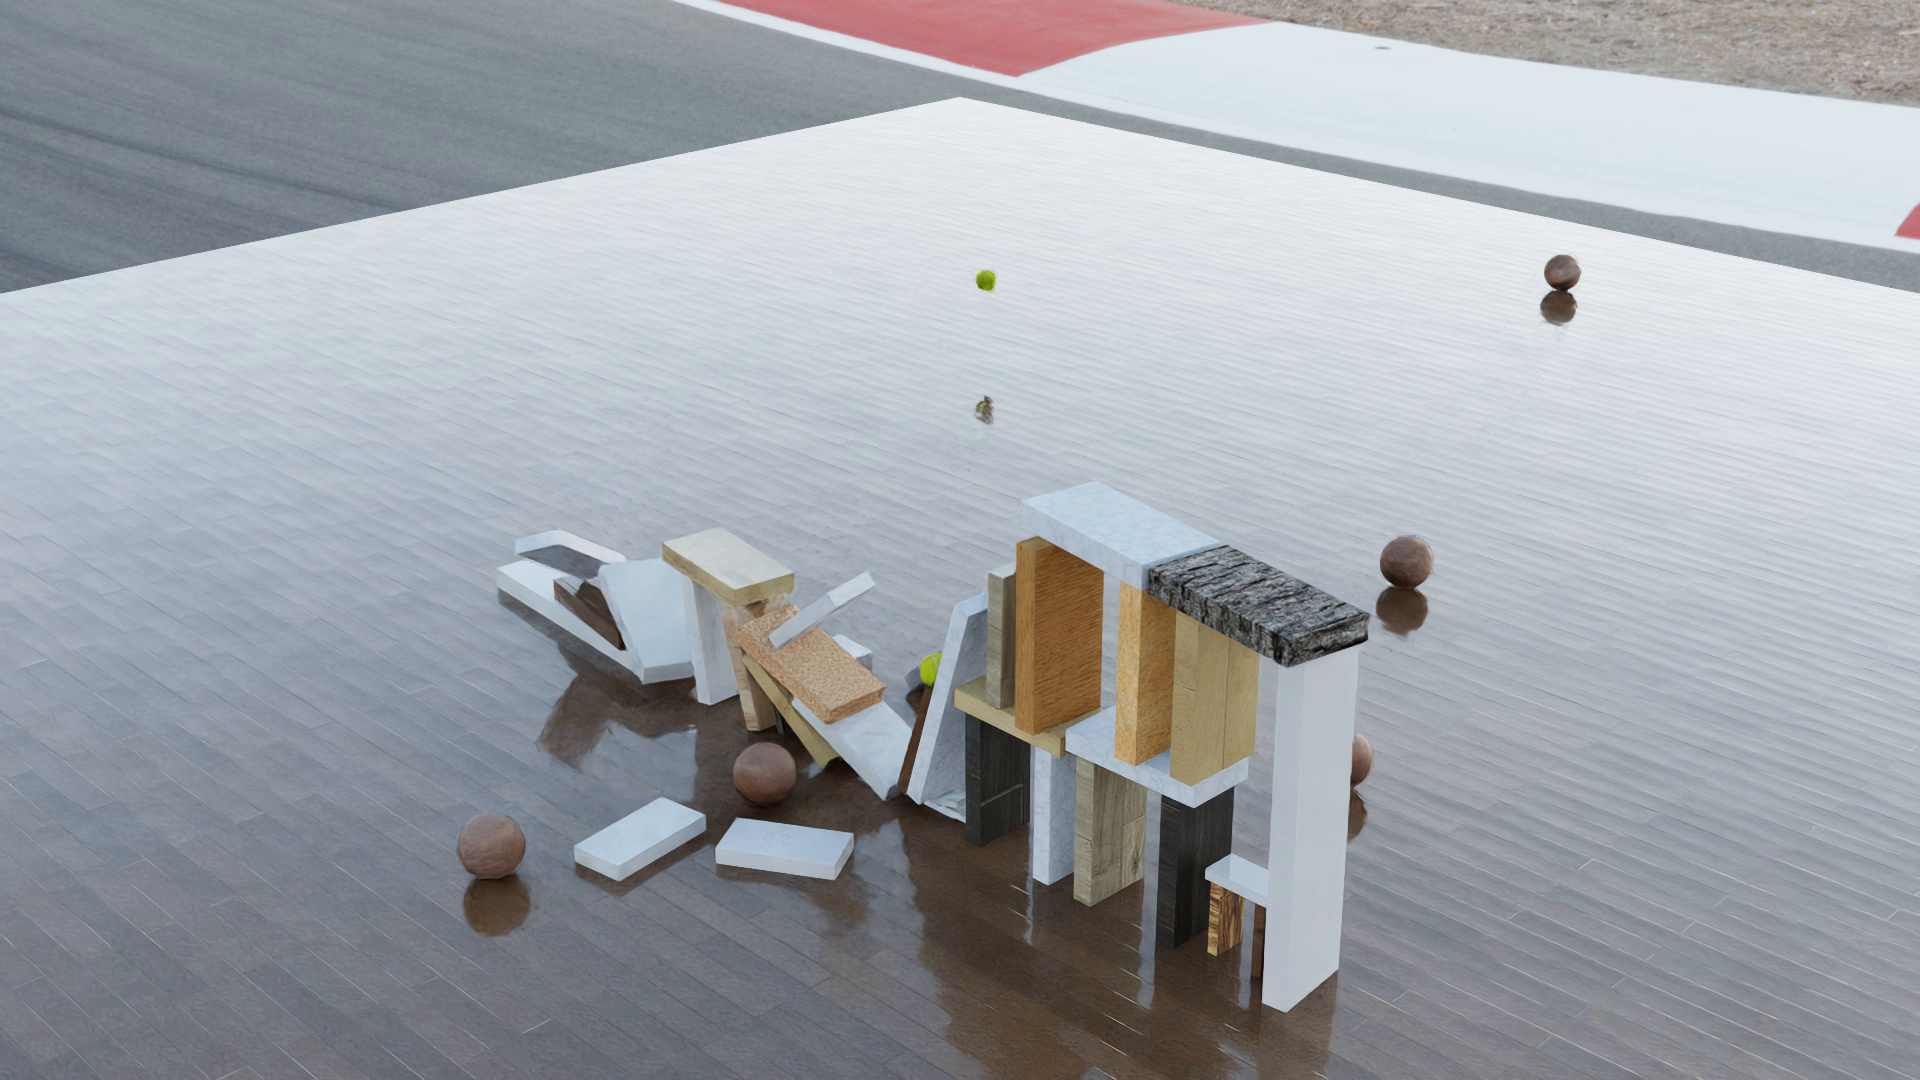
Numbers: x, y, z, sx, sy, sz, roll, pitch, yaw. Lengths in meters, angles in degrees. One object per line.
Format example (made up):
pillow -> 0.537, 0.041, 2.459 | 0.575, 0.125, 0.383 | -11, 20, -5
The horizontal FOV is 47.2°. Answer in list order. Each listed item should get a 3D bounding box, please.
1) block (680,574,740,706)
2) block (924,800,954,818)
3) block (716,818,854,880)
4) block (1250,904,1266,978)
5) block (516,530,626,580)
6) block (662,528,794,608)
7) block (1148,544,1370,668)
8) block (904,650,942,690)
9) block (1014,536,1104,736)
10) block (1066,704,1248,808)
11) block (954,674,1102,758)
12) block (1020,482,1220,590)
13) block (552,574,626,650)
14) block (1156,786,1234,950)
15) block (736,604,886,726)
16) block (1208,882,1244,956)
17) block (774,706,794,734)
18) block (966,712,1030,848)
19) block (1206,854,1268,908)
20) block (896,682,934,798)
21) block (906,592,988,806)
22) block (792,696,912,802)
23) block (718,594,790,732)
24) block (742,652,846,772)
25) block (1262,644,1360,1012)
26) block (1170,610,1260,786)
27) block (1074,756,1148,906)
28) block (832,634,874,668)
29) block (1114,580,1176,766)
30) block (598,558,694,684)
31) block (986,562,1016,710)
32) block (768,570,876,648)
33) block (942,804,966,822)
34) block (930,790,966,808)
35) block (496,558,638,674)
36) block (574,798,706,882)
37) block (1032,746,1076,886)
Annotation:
block -> -0.531, 0.200, 4.899 | 0.043, 0.302, 0.151 | 11, 24, 44
block -> -0.030, 0.537, 4.478 | 0.047, 0.013, 0.095 | -21, 30, -40
block -> -0.342, 0.602, 4.297 | 0.243, 0.034, 0.121 | 6, 24, 14
block -> 0.554, 0.700, 3.921 | 0.021, 0.148, 0.074 | 21, 31, 41
block -> -0.908, 0.035, 5.150 | 0.124, 0.035, 0.255 | -12, -20, 26
block -> -0.507, 0.057, 4.792 | 0.151, 0.043, 0.302 | -16, 29, -34
block -> 0.493, 0.106, 3.661 | 0.175, 0.049, 0.349 | -15, 27, -32
block -> 0.005, 0.265, 4.991 | 0.248, 0.124, 0.035 | -19, 74, -37
block -> 0.184, 0.161, 4.066 | 0.176, 0.373, 0.050 | -19, 29, -38
block -> 0.357, 0.389, 4.007 | 0.305, 0.043, 0.153 | 21, 31, 40
block -> 0.139, 0.326, 4.208 | 0.143, 0.041, 0.286 | -20, 30, -39
block -> 0.282, -0.011, 3.933 | 0.175, 0.050, 0.351 | -15, 27, -32
block -> -0.805, 0.155, 5.203 | 0.176, 0.050, 0.353 | -15, 27, -31
block -> 0.428, 0.578, 4.007 | 0.153, 0.305, 0.043 | -21, 31, -40
block -> -0.318, 0.262, 4.660 | 0.154, 0.044, 0.308 | -21, 48, -40
block -> 0.484, 0.673, 3.985 | 0.021, 0.149, 0.074 | 21, 31, 41
block -> -0.372, 0.344, 4.768 | 0.070, 0.140, 0.020 | -12, 1, -37
block -> 0.075, 0.449, 4.336 | 0.041, 0.286, 0.143 | 21, 31, 41
block -> 0.519, 0.608, 3.920 | 0.148, 0.021, 0.074 | 21, 31, 41
block -> -0.036, 0.387, 4.443 | 0.137, 0.275, 0.039 | -20, 48, -40
block -> 0.004, 0.309, 4.332 | 0.137, 0.493, 0.039 | -21, 48, -39
block -> -0.194, 0.404, 4.607 | 0.154, 0.044, 0.308 | -21, 53, -40
block -> -0.424, 0.248, 4.791 | 0.151, 0.302, 0.043 | -21, 14, -40
block -> -0.315, 0.338, 4.704 | 0.154, 0.044, 0.308 | -21, 64, -40
block -> 0.600, 0.468, 3.765 | 0.049, 0.698, 0.175 | 17, 28, 37
block -> 0.450, 0.241, 3.855 | 0.175, 0.349, 0.049 | -21, 31, -40
block -> 0.285, 0.523, 4.139 | 0.153, 0.305, 0.043 | -21, 31, -40
block -> -0.335, 0.286, 5.041 | 0.248, 0.035, 0.124 | -18, 29, -36
block -> 0.357, 0.211, 3.921 | 0.175, 0.351, 0.050 | -21, 31, -40
block -> -0.692, 0.180, 5.034 | 0.176, 0.050, 0.353 | -8, 43, -25
block -> 0.115, 0.172, 4.167 | 0.137, 0.274, 0.039 | -20, 31, -39
block -> -0.290, 0.147, 4.591 | 0.121, 0.034, 0.243 | -30, -3, -43
block -> 0.015, 0.548, 4.418 | 0.094, 0.013, 0.047 | 21, 31, 40
block -> -0.016, 0.522, 4.443 | 0.047, 0.013, 0.095 | -20, 13, -34
block -> -0.861, 0.175, 5.284 | 0.176, 0.050, 0.698 | -18, 29, -37
block -> -0.629, 0.587, 4.333 | 0.121, 0.034, 0.243 | 17, 28, 34
block -> 0.206, 0.504, 4.207 | 0.143, 0.286, 0.041 | -21, 31, -40
